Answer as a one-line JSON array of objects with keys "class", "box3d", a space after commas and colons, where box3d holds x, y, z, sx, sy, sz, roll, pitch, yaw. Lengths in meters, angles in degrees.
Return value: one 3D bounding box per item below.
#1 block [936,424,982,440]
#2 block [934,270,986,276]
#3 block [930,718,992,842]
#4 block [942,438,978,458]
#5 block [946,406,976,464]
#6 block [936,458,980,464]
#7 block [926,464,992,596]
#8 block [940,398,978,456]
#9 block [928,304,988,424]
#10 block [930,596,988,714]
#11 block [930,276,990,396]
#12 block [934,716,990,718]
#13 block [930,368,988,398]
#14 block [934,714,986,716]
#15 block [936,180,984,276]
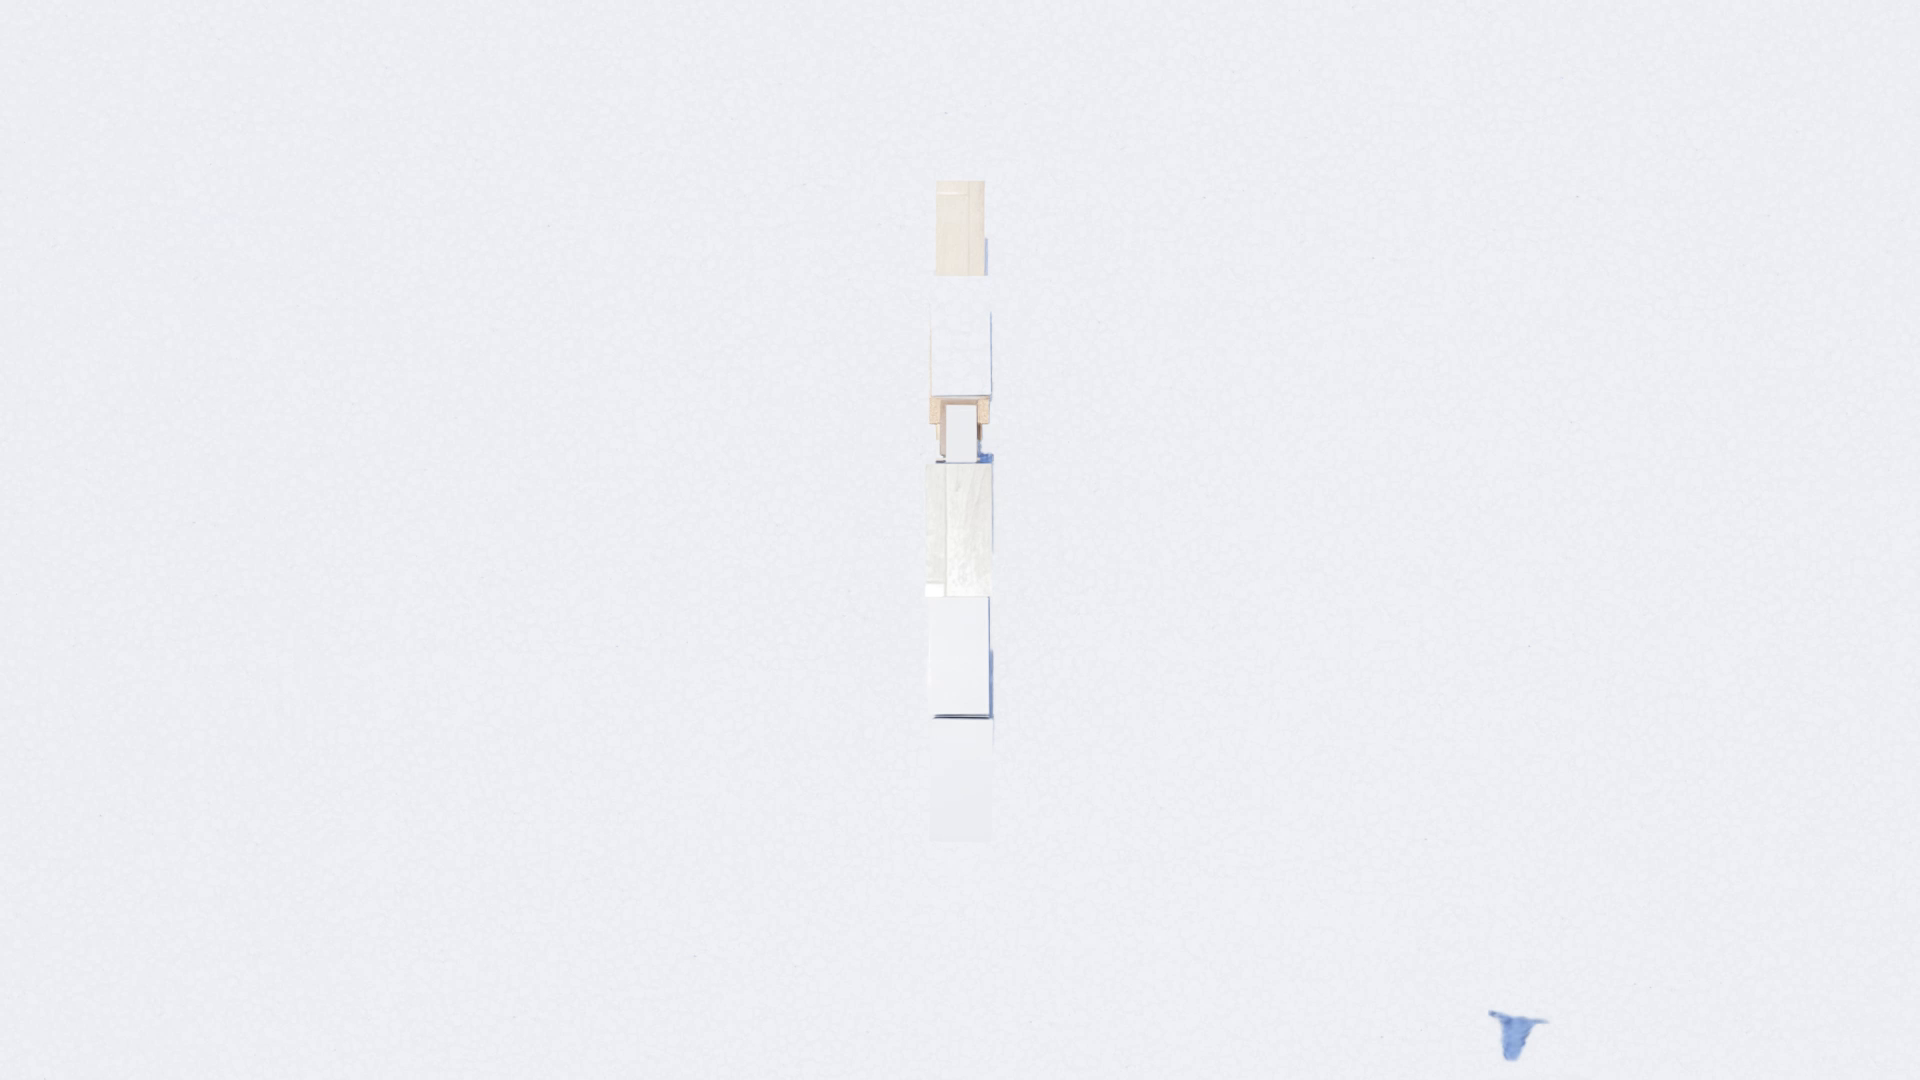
[{"class": "block", "box3d": [-0.004, -0.459, 5.187, 0.146, 0.041, 0.292, 0, 90, 0]}, {"class": "block", "box3d": [0.000, -0.586, 4.463, 0.143, 0.041, 0.286, 0, 90, 0]}, {"class": "block", "box3d": [0.004, 0.619, 4.265, 0.157, 0.044, 0.314, 1, 90, 0]}, {"class": "block", "box3d": [-0.002, -0.267, 4.811, 0.103, 0.493, 0.029, 1, 90, 0]}, {"class": "block", "box3d": [0.004, -0.277, 4.367, 0.078, 0.022, 0.157, 0, 90, 0]}, {"class": "block", "box3d": [-0.006, -0.104, 4.607, 0.124, 0.035, 0.248, 0, 90, 0]}, {"class": "block", "box3d": [-0.004, -0.026, 4.228, 0.169, 0.048, 0.338, 0, 90, 0]}, {"class": "block", "box3d": [-0.004, -0.336, 4.550, 0.103, 0.029, 0.205, 1, 90, 0]}, {"class": "block", "box3d": [-0.003, -0.511, 4.794, 0.174, 0.049, 0.347, 0, 90, 0]}, {"class": "block", "box3d": [-0.003, 0.300, 4.310, 0.153, 0.043, 0.305, 0, 90, -1]}, {"class": "block", "box3d": [0.001, -0.509, 4.127, 0.148, 0.042, 0.295, -1, 90, 0]}, {"class": "block", "box3d": [0.004, 0.514, 4.444, 0.157, 0.314, 0.044, 0, 90, 0]}, {"class": "block", "box3d": [0.000, -0.410, 4.341, 0.148, 0.388, 0.042, 1, 90, 0]}, {"class": "block", "box3d": [-0.001, 0.584, 4.622, 0.146, 0.041, 0.292, 0, 90, 0]}, {"class": "block", "box3d": [0.001, -0.784, 4.180, 0.123, 0.035, 0.246, 0, 90, 0]}]
